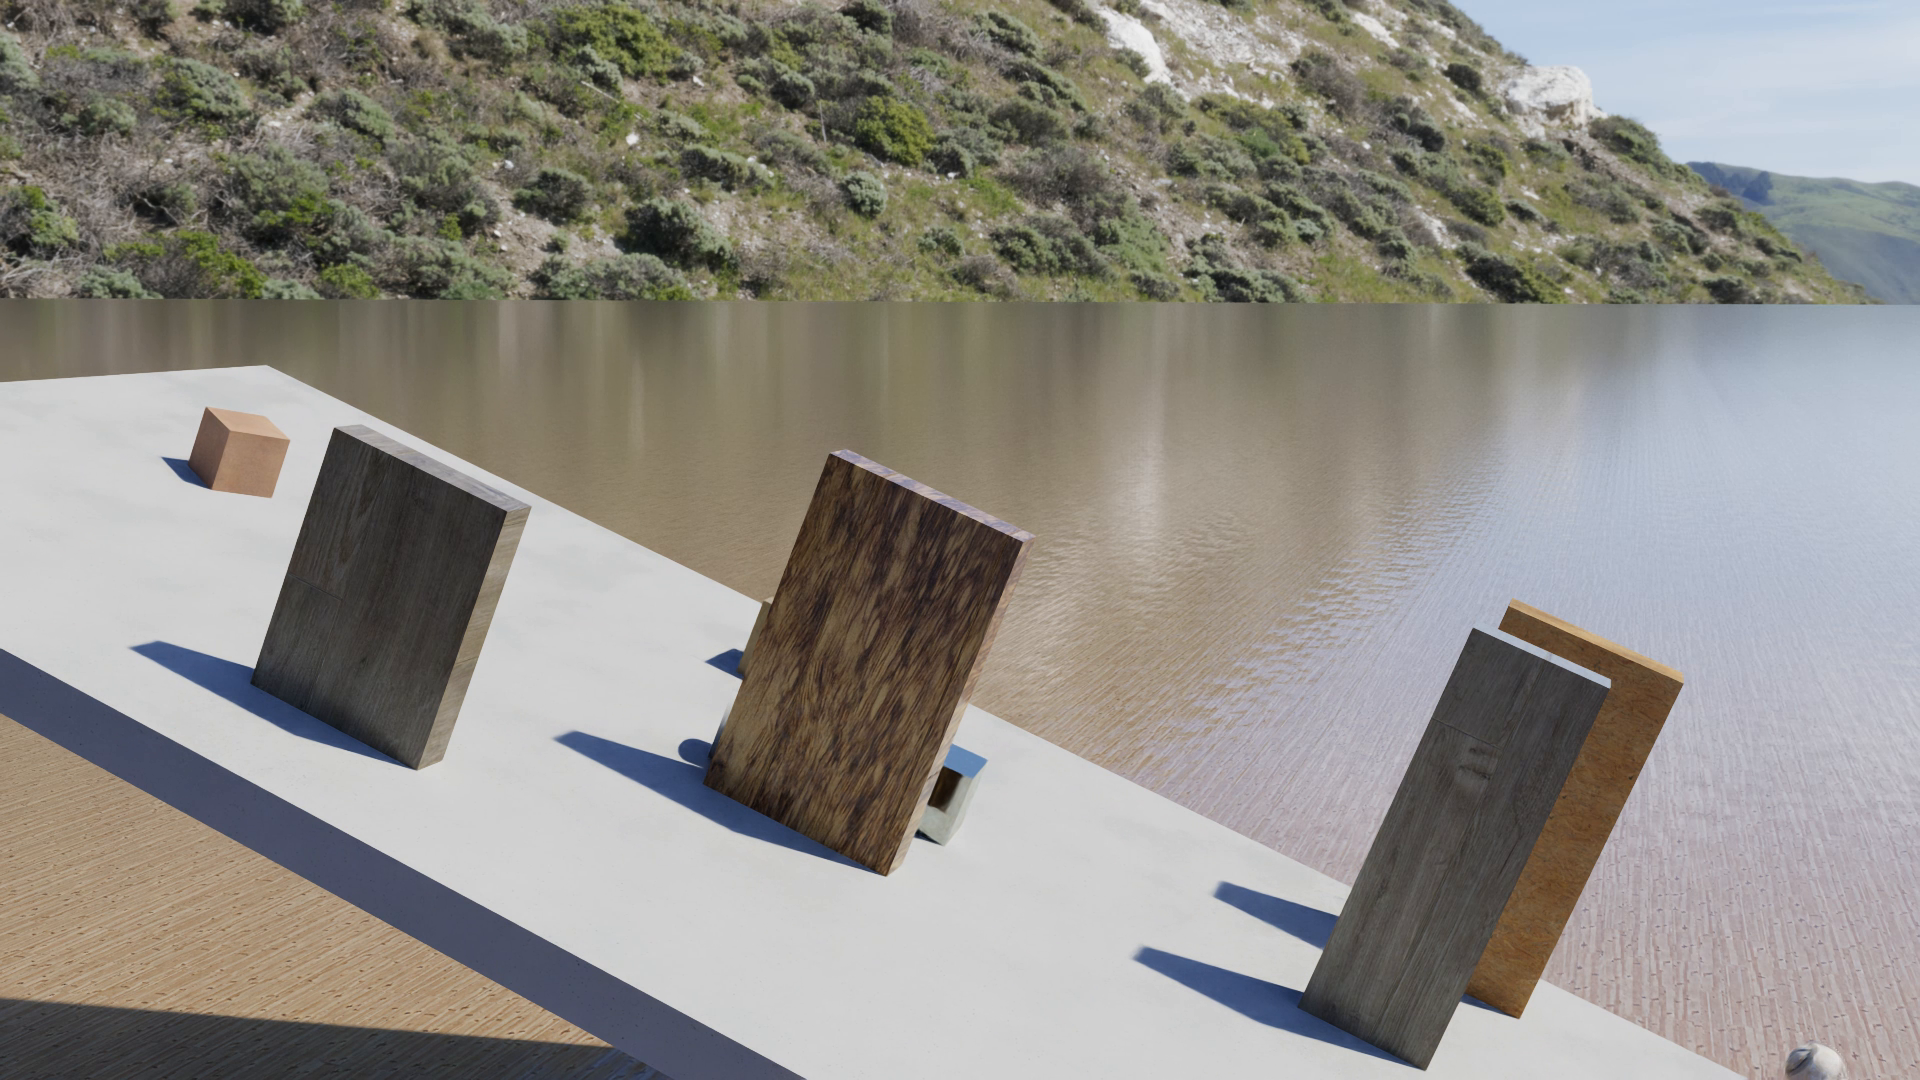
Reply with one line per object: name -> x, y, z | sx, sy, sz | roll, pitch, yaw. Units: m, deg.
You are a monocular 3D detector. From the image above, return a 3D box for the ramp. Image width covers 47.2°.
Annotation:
ramp -> -0.303, 0.535, 4.192 | 4.000, 0.100, 2.000 | 25, 13, 13

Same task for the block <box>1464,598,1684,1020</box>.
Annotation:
block -> 1.143, 0.551, 4.523 | 0.367, 0.774, 0.122 | 25, 13, 13

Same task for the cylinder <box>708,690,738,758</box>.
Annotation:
cylinder -> -0.390, 0.372, 4.178 | 0.138, 0.138, 0.138 | 21, 6, -4

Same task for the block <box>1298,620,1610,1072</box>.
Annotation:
block -> 0.902, 0.563, 4.038 | 0.258, 0.793, 0.092 | 25, 13, 13

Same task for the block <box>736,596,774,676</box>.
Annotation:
block -> -0.349, 0.229, 4.755 | 0.171, 0.171, 0.171 | 24, 13, 11

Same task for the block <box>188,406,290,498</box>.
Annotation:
block -> -1.513, -0.184, 4.615 | 0.134, 0.134, 0.134 | 9, 18, -44

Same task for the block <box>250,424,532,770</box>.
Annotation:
block -> -0.948, 0.093, 3.649 | 0.339, 0.471, 0.081 | 25, 13, 13

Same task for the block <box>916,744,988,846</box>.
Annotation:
block -> -0.053, 0.480, 4.269 | 0.147, 0.147, 0.147 | 24, 13, 8

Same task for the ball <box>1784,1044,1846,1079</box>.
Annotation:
ball -> 1.915, 1.194, 4.923 | 0.130, 0.130, 0.130 | 0, 7, 0

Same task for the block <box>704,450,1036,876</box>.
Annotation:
block -> -0.168, 0.221, 3.966 | 0.385, 0.666, 0.088 | 25, 13, 13
